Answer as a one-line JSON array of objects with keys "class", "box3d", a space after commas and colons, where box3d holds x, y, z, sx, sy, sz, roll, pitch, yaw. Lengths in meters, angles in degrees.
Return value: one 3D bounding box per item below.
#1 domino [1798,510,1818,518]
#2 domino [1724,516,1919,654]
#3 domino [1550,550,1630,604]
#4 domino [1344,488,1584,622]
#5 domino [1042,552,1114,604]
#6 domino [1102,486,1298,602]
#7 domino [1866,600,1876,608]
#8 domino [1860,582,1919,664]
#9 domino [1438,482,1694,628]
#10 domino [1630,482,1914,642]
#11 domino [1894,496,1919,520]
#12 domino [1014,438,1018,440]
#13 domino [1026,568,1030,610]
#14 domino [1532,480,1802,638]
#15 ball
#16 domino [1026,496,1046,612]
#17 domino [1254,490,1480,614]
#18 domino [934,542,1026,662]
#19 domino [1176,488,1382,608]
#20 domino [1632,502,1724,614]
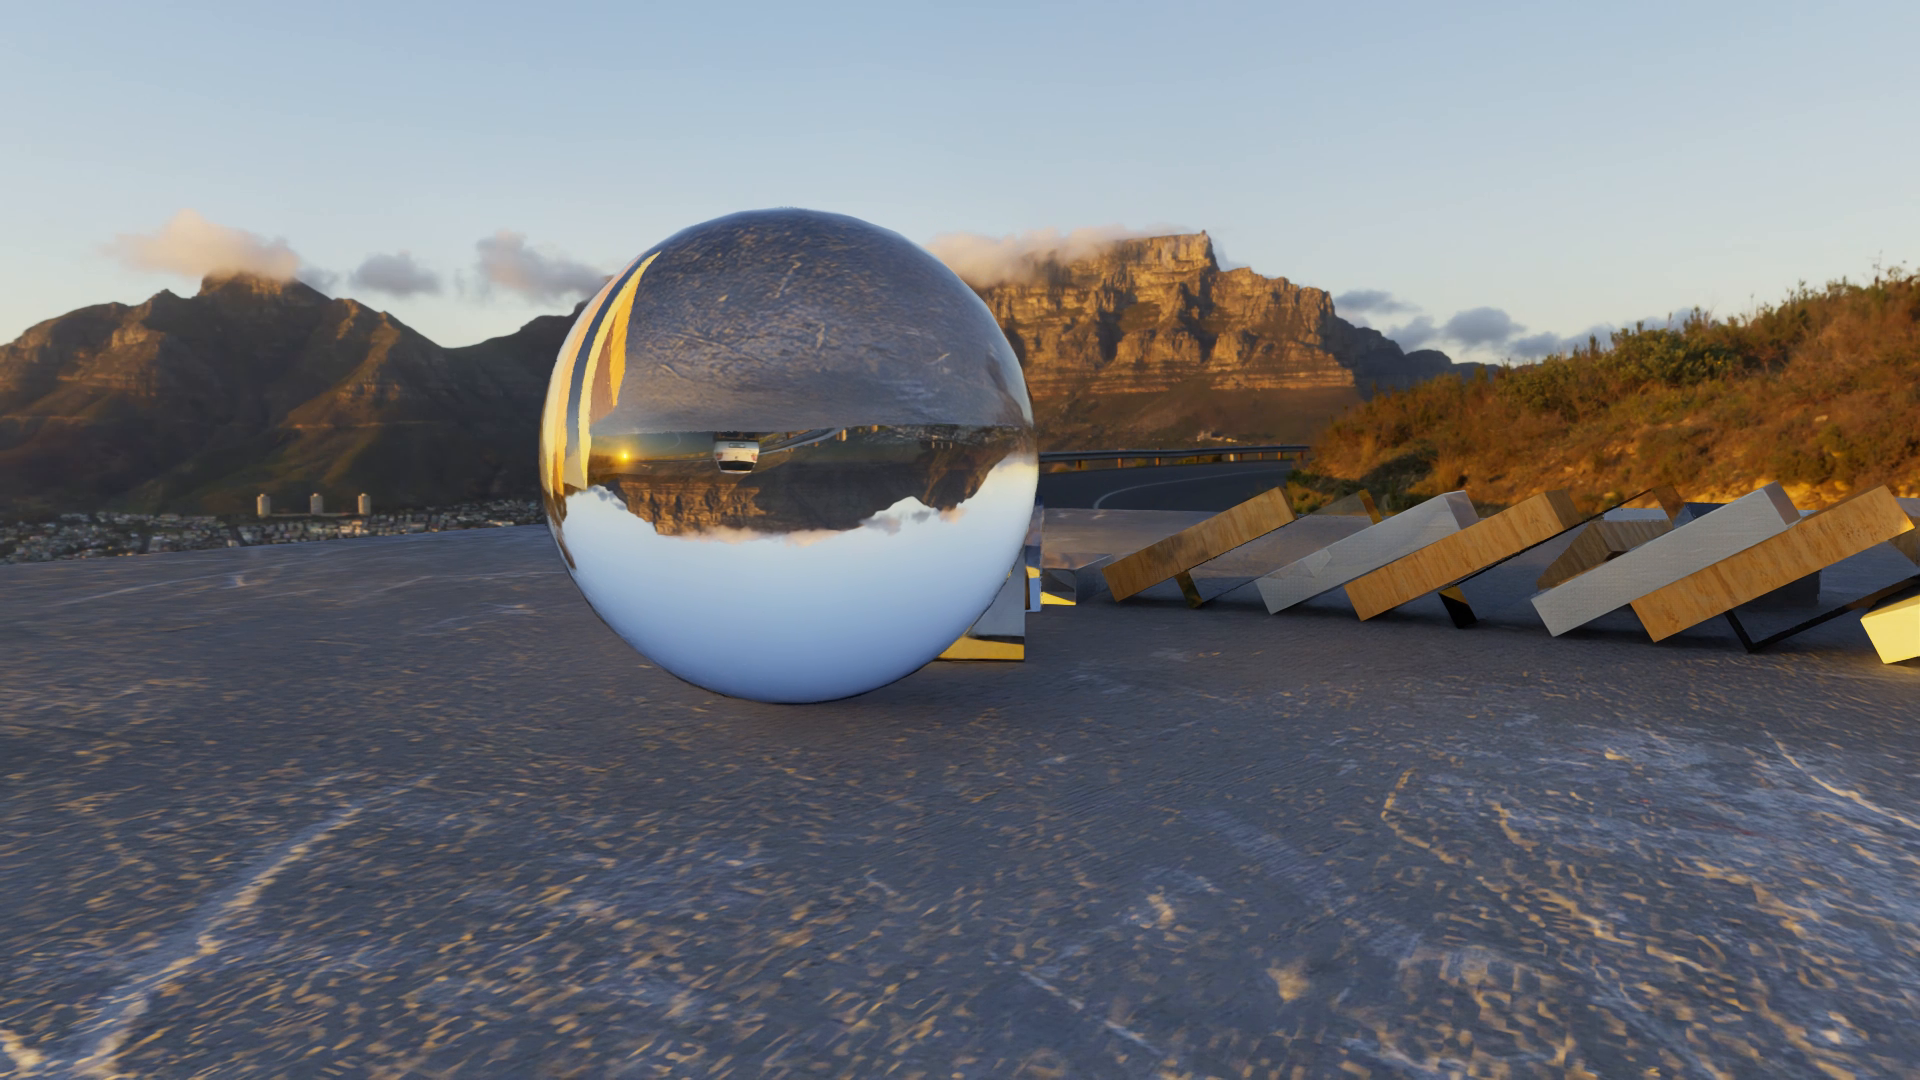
[{"class": "domino", "box3d": [0.209, 0.003, 0.356, 0.050, 0.025, 0.009, 3, 46, 33]}, {"class": "domino", "box3d": [0.183, 0.006, 0.259, 0.050, 0.010, 0.025, -34, -15, 31]}, {"class": "domino", "box3d": [0.183, 0.005, 0.336, 0.050, 0.009, 0.025, -1, -38, -18]}, {"class": "domino", "box3d": [0.120, 0.004, 0.305, 0.050, 0.010, 0.025, -31, -14, 33]}, {"class": "domino", "box3d": [0.027, 0.010, 0.367, 0.025, 0.010, 0.050, 1, 5, 18]}, {"class": "domino", "box3d": [0.064, 0.001, 0.341, 0.050, 0.010, 0.025, -26, -6, 16]}, {"class": "domino", "box3d": [0.249, 0.012, 0.347, 0.025, 0.010, 0.050, 0, 4, 0]}, {"class": "domino", "box3d": [0.199, 0.008, 0.237, 0.025, 0.009, 0.050, -22, -6, -39]}, {"class": "domino", "box3d": [0.137, 0.004, 0.291, 0.050, 0.010, 0.025, -34, -16, 35]}, {"class": "domino", "box3d": [0.169, 0.005, 0.268, 0.050, 0.010, 0.025, -34, -15, 32]}, {"class": "domino", "box3d": [0.256, 0.004, 0.320, 0.025, 0.010, 0.050, 4, 26, 8]}, {"class": "domino", "box3d": [0.001, -0.001, 0.288, 0.025, 0.050, 0.010, -1, -38, 2]}, {"class": "domino", "box3d": [0.002, 0.002, 0.322, 0.025, 0.010, 0.050, -6, 29, -2]}, {"class": "domino", "box3d": [0.153, 0.004, 0.278, 0.050, 0.009, 0.025, -36, -16, 36]}, {"class": "ball", "box3d": [-0.027, -0.013, 0.210, 0.080, 0.080, 0.080, 0, 4, 0]}, {"class": "domino", "box3d": [0.009, 0.003, 0.342, 0.025, 0.009, 0.050, -1, 26, 6]}, {"class": "domino", "box3d": [0.101, 0.003, 0.318, 0.050, 0.009, 0.025, -29, -12, 31]}, {"class": "domino", "box3d": [0.001, 0.001, 0.263, 0.025, 0.050, 0.010, 0, -38, 3]}, {"class": "domino", "box3d": [0.083, 0.002, 0.332, 0.050, 0.010, 0.025, -27, -7, 22]}, {"class": "domino", "box3d": [0.178, 0.005, 0.306, 0.025, 0.009, 0.050, 4, -19, 41]}]
